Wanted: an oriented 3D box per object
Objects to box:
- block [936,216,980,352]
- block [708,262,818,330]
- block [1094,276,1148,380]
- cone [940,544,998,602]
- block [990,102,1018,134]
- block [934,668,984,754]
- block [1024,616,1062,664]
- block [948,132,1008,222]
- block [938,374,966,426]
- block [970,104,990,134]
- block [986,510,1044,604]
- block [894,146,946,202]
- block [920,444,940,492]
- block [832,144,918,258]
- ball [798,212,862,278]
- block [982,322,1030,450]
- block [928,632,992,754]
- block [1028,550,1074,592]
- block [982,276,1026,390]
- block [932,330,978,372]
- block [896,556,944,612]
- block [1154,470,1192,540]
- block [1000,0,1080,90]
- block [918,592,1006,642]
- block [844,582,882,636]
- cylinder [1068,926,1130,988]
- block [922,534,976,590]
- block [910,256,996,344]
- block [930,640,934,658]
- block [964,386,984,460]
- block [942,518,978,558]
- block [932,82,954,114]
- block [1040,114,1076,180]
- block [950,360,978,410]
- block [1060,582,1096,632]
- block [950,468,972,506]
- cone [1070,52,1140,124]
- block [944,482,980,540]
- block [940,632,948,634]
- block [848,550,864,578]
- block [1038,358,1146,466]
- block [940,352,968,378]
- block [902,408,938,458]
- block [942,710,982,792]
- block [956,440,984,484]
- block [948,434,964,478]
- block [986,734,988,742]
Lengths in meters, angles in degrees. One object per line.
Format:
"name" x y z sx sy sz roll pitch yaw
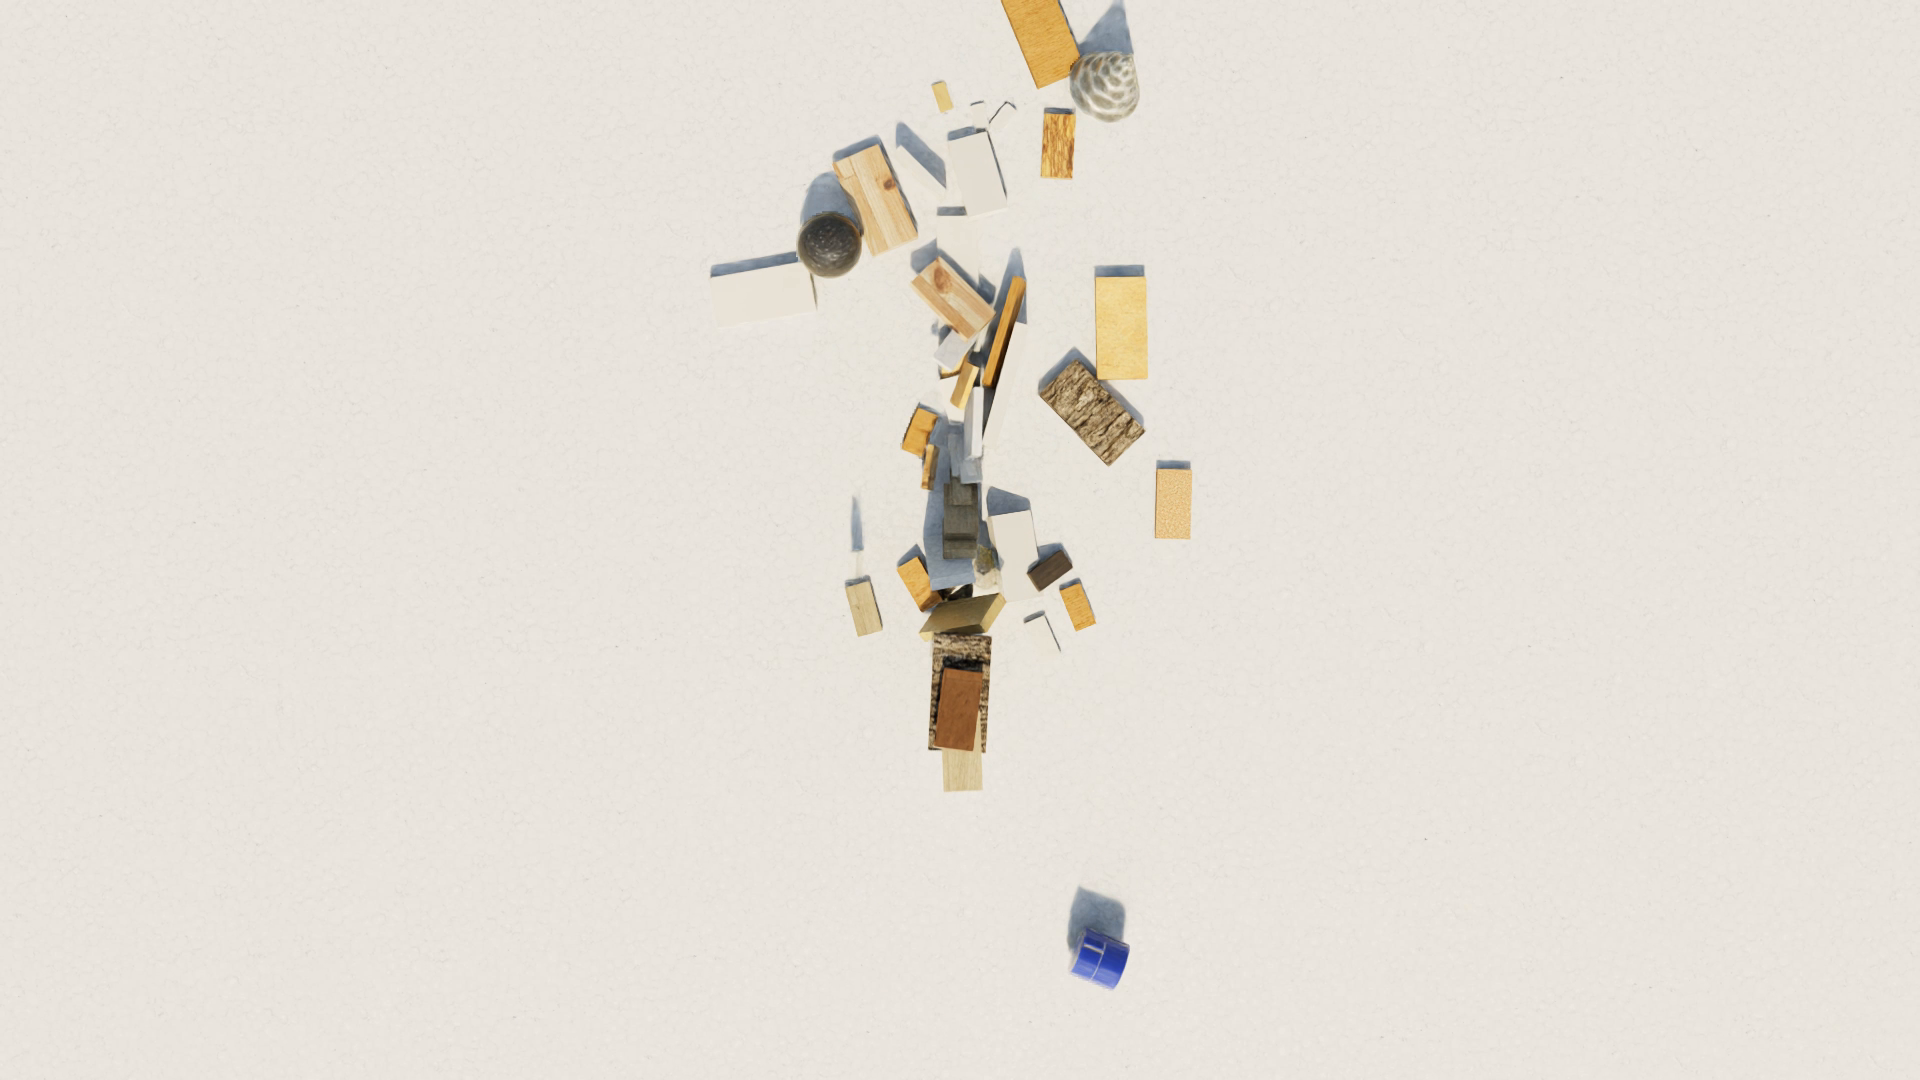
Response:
"block" -0.006 -0.849 5.481 0.135 0.038 0.450 -1 90 0
"block" -0.654 -0.813 5.476 0.332 0.047 0.166 -10 90 0
"block" 0.535 -0.701 5.476 0.167 0.047 0.335 -1 90 0
"cone" 0.031 0.128 5.383 0.235 0.235 0.235 0 90 0
"block" 0.144 -1.405 5.493 0.046 0.013 0.093 39 90 0
"block" -0.004 0.495 4.794 0.115 0.033 0.230 7 75 2
"block" 0.275 0.332 5.490 0.073 0.021 0.146 -24 90 0
"block" 0.058 -1.204 5.461 0.135 0.038 0.269 -15 82 -2
"block" -0.014 -0.464 5.469 0.079 0.022 0.158 -15 104 0
"block" 0.066 -1.404 5.493 0.046 0.013 0.093 -12 90 0
"block" 0.183 0.056 5.451 0.144 0.041 0.289 -9 90 -25
"block" -0.129 -1.207 5.448 0.210 0.105 0.030 45 90 0
"block" -0.098 -0.239 5.462 0.021 0.074 0.148 9 90 16
"block" -0.281 -1.124 5.476 0.166 0.047 0.332 -24 90 0
"ball" -0.425 -0.962 5.394 0.212 0.212 0.212 0 90 0
"block" 0.148 -0.501 5.416 0.047 0.167 0.411 15 90 0
"block" 0.000 0.451 4.866 0.171 0.049 0.343 3 91 0
"block" 0.298 0.102 5.461 0.146 0.021 0.073 -35 96 -21
"block" 0.147 -0.683 5.446 0.030 0.105 0.366 17 90 11
"block" -0.015 -0.636 5.416 0.079 0.022 0.158 35 75 6
"block" -0.132 0.148 5.477 0.085 0.024 0.169 -31 90 15
"block" 0.710 -0.118 5.484 0.115 0.033 0.230 2 90 0
"block" 0.271 -1.687 5.476 0.166 0.047 0.332 -23 90 0
"block" 0.007 0.252 5.347 0.041 0.289 0.144 53 51 -23
"block" -0.320 0.230 5.488 0.085 0.024 0.169 -15 90 0
"cylinder" 0.458 1.374 5.423 0.154 0.154 0.154 22 90 0
"block" -0.036 0.064 5.363 0.144 0.289 0.041 -11 118 0
"block" -0.023 -0.789 5.417 0.135 0.038 0.269 -44 85 -13
"block" -0.005 0.339 5.063 0.171 0.343 0.049 4 87 0
"block" 0.044 -0.379 5.391 0.031 0.111 0.222 4 82 -14
"block" -0.001 -0.007 5.394 0.111 0.222 0.031 -1 118 0
"block" -0.059 -1.474 5.493 0.046 0.013 0.093 -19 90 0
"block" 0.327 -1.307 5.485 0.105 0.030 0.210 3 90 0
"block" 0.014 -0.507 5.410 0.021 0.074 0.148 14 103 -28
"block" 0.392 0.224 5.490 0.073 0.021 0.146 -22 90 0
"block" 0.002 -0.177 5.447 0.072 0.020 0.143 -1 51 0
"cone" 0.514 -1.517 5.342 0.250 0.250 0.250 3 80 -16
"block" 0.004 -0.095 5.414 0.111 0.031 0.222 -1 48 0
"block" -0.019 0.416 5.250 0.116 0.033 0.232 7 89 0
"block" -0.342 0.078 5.413 0.024 0.169 0.085 6 92 4
"block" 0.438 -0.421 5.476 0.167 0.047 0.335 -44 90 0
"block" -0.019 -0.576 5.465 0.079 0.022 0.158 6 107 -2
"block" -0.134 -0.358 5.490 0.074 0.021 0.148 22 90 0
"block" 0.005 0.618 4.827 0.115 0.033 0.230 -2 91 0
"block" 0.031 -0.258 5.443 0.072 0.020 0.143 -7 75 -4
"block" 0.003 -0.281 5.469 0.072 0.020 0.143 -6 75 -4
"block" -0.003 0.573 5.196 0.171 0.608 0.049 0 90 0
